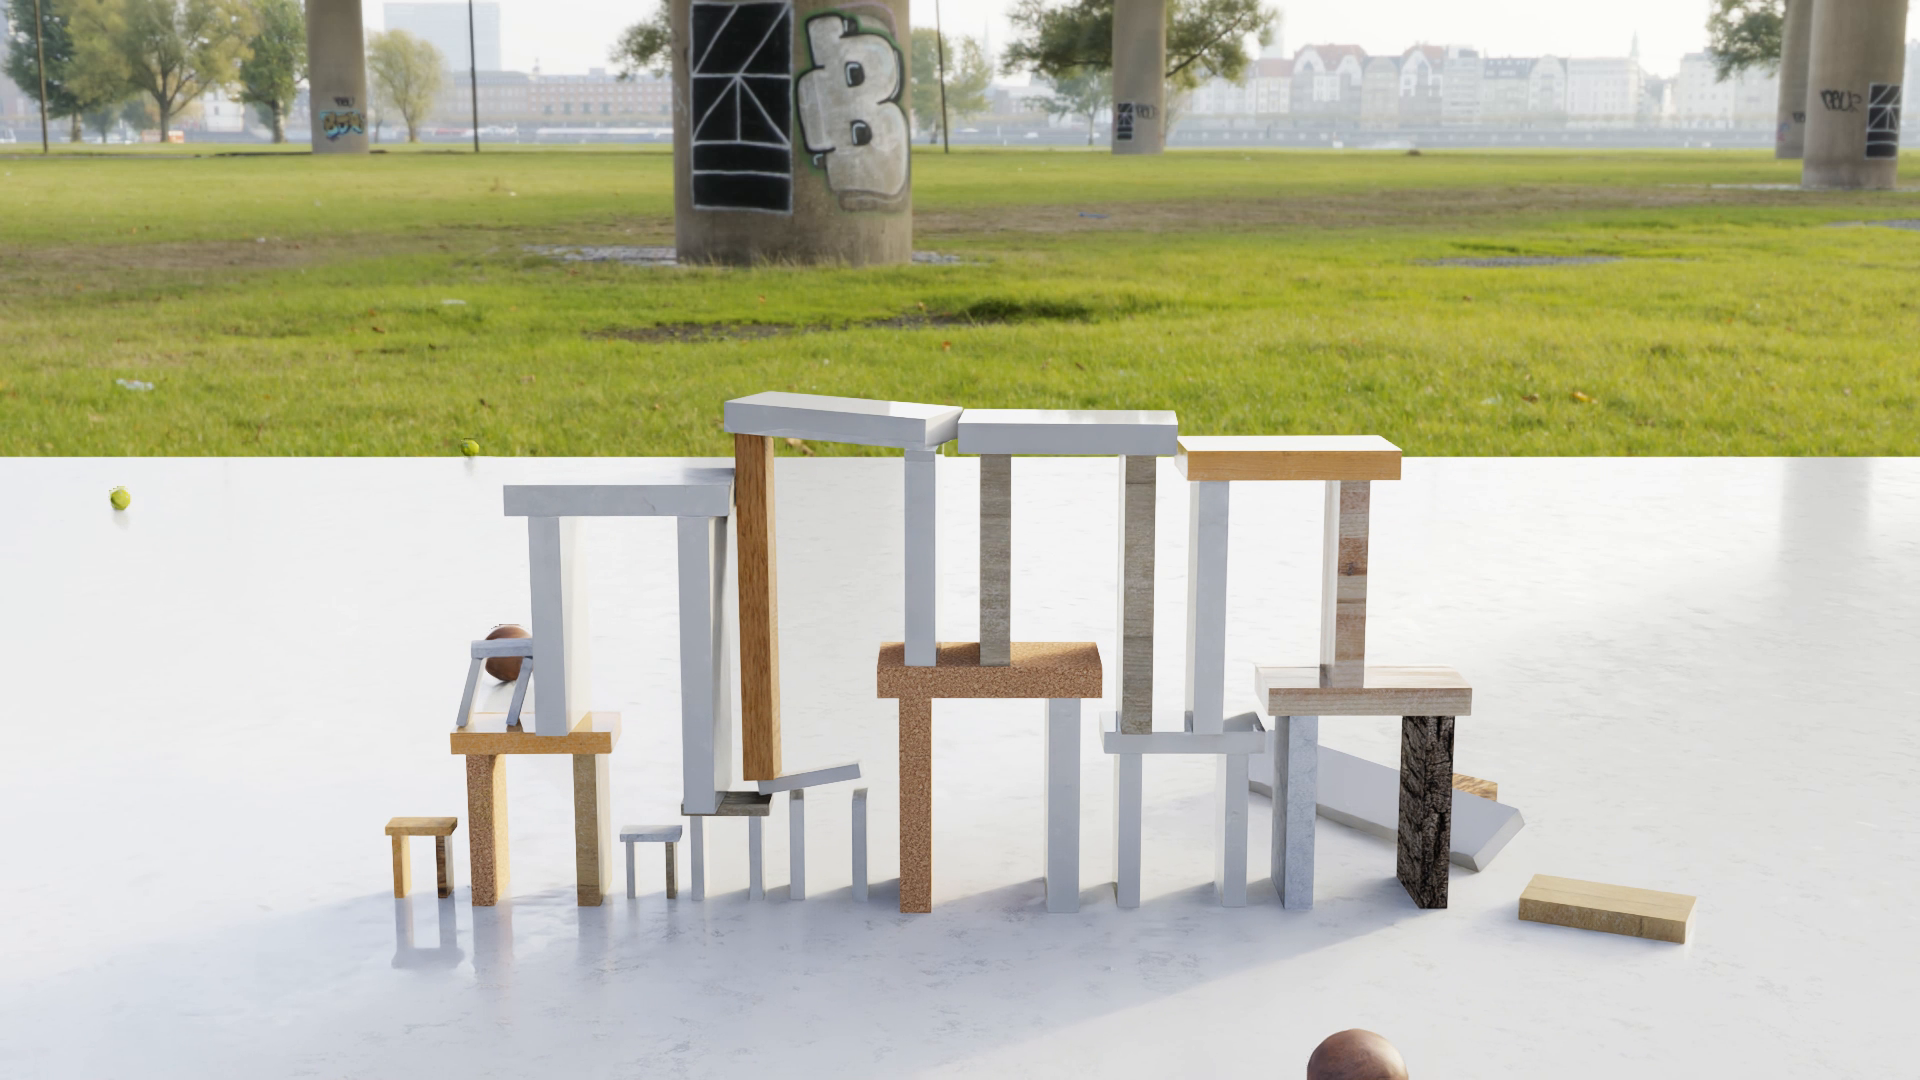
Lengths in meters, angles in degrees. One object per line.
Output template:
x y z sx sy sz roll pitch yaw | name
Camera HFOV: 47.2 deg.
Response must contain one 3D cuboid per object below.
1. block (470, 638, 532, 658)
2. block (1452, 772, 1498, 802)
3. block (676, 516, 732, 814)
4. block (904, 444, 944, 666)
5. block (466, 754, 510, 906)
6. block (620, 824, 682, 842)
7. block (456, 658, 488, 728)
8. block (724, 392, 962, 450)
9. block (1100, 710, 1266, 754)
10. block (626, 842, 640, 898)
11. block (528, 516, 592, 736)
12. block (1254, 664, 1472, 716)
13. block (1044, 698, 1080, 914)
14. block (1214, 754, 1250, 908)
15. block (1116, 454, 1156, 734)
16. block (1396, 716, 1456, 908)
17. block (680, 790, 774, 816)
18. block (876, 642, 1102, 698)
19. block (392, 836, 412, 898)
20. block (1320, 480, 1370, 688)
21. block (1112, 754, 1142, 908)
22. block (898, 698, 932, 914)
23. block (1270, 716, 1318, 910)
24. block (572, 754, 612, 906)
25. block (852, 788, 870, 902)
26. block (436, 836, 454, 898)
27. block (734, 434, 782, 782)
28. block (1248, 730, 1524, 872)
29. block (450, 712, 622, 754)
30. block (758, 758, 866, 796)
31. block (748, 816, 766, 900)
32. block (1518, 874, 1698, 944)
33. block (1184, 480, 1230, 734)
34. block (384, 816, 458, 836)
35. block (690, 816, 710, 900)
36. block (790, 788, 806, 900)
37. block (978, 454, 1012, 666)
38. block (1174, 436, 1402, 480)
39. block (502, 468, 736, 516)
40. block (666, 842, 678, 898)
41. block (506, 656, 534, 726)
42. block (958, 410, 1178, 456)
-0.740 0.176 3.595 0.116 0.016 0.058 -2 11 -10 | block
0.882 0.487 4.126 0.258 0.037 0.129 -10 15 -44 | block
-0.416 0.187 3.597 0.050 0.486 0.178 1 11 3 | block
-0.057 0.015 3.562 0.049 0.347 0.174 1 11 4 | block
-0.782 0.462 3.649 0.037 0.259 0.130 0 11 0 | block
-0.512 0.487 3.649 0.098 0.014 0.049 0 11 0 | block
-0.799 0.243 3.601 0.016 0.116 0.058 15 10 -4 | block
-0.189 -0.196 3.579 0.347 0.049 0.174 6 11 19 | block
0.363 0.315 3.616 0.261 0.037 0.130 0 11 0 | block
-0.545 0.542 3.659 0.014 0.098 0.049 0 11 0 | block
-0.651 0.123 3.585 0.050 0.356 0.178 1 11 3 | block
0.658 0.245 3.611 0.327 0.046 0.163 0 11 0 | block
0.168 0.414 3.633 0.051 0.360 0.180 0 11 0 | block
0.450 0.462 3.645 0.037 0.261 0.131 0 11 0 | block
0.285 0.073 3.573 0.049 0.456 0.171 0 11 1 | block
0.771 0.428 3.648 0.046 0.327 0.163 0 11 -2 | block
-0.385 0.436 3.641 0.146 0.021 0.073 0 11 0 | block
0.048 0.211 3.596 0.360 0.051 0.180 0 11 0 | block
-0.930 0.536 3.663 0.015 0.108 0.054 0 11 0 | block
0.626 0.056 3.578 0.048 0.337 0.169 0 11 1 | block
0.276 0.462 3.643 0.037 0.261 0.131 0 11 0 | block
-0.072 0.414 3.633 0.051 0.360 0.180 0 11 0 | block
0.553 0.429 3.644 0.046 0.327 0.163 0 11 0 | block
-0.609 0.462 3.649 0.037 0.259 0.130 0 11 0 | block
-0.166 0.506 3.658 0.024 0.170 0.085 0 11 0 | block
-0.858 0.536 3.663 0.015 0.108 0.054 0 11 0 | block
-0.334 0.109 3.654 0.049 0.564 0.174 -2 -1 0 | block
0.749 0.471 4.043 0.129 0.037 0.631 -40 29 -23 | block
-0.695 0.317 3.619 0.259 0.037 0.130 0 11 -1 | block
-0.245 0.393 3.646 0.170 0.024 0.085 -10 -1 4 | block
-0.336 0.518 3.657 0.021 0.146 0.073 0 11 1 | block
1.045 0.594 3.549 0.258 0.037 0.129 5 12 25 | block
0.401 0.094 3.577 0.048 0.413 0.169 1 11 1 | block
-0.894 0.475 3.652 0.108 0.015 0.054 0 11 0 | block
-0.433 0.518 3.658 0.021 0.146 0.073 0 11 1 | block
-0.271 0.504 3.663 0.024 0.170 0.085 -1 10 -4 | block
0.056 0.017 3.562 0.049 0.343 0.171 0 11 0 | block
0.523 -0.132 3.534 0.338 0.048 0.169 0 11 -1 | block
-0.543 -0.078 3.557 0.356 0.050 0.178 0 11 -1 | block
-0.480 0.542 3.659 0.014 0.098 0.049 0 11 0 | block
-0.719 0.242 3.606 0.016 0.116 0.058 16 9 -8 | block
0.173 -0.173 3.517 0.343 0.049 0.171 1 11 4 | block
